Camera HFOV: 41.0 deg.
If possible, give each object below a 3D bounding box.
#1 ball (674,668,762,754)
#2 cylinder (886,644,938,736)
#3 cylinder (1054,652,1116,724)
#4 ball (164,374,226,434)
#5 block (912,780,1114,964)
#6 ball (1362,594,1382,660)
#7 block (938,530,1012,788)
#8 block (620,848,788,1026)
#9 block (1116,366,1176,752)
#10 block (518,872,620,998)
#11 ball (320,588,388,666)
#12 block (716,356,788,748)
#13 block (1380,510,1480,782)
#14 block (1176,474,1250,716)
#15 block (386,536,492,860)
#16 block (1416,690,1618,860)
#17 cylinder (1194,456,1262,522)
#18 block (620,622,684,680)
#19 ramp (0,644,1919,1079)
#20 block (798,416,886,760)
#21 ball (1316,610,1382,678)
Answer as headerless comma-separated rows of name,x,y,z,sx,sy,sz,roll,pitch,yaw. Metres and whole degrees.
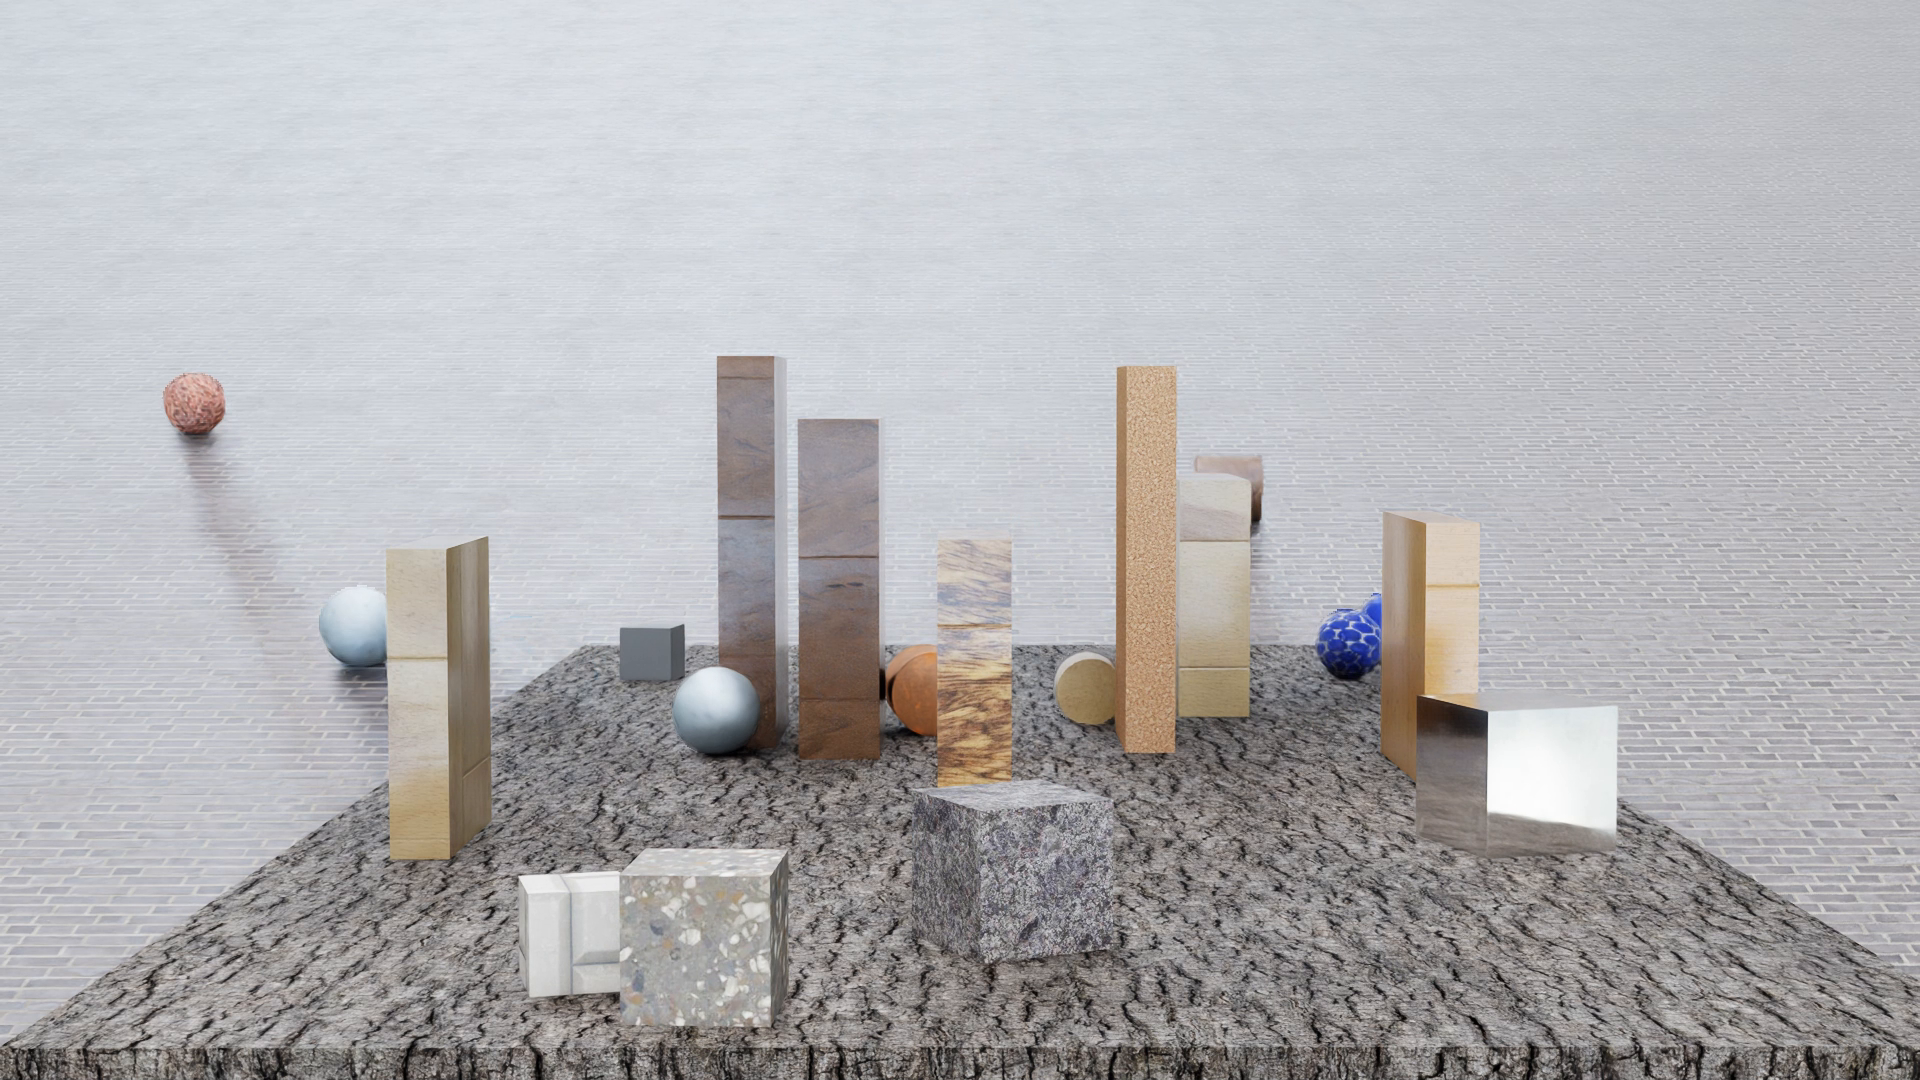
ball,-0.431,0.304,4.568,0.155,0.155,0.155,0,21,0
cylinder,-0.059,0.284,4.880,0.158,0.158,0.158,-3,4,-7
cylinder,0.252,0.290,5.025,0.129,0.129,0.129,0,3,0
ball,-2.506,-0.443,8.416,0.195,0.195,0.195,0,21,0
block,0.060,0.385,3.014,0.174,0.174,0.174,-2,4,-27
ball,1.031,0.207,6.116,0.166,0.166,0.166,0,21,0
block,0.020,0.209,3.795,0.106,0.435,0.258,0,3,0
block,-0.266,0.414,2.692,0.154,0.154,0.154,0,3,3
block,0.339,0.028,4.708,0.088,0.689,0.287,0,3,0
block,-0.421,0.429,2.808,0.110,0.110,0.110,-1,3,-15
ball,-1.543,0.225,6.619,0.203,0.203,0.203,0,21,0
block,-0.385,0.013,4.806,0.103,0.708,0.353,0,3,0
block,0.796,0.176,4.371,0.087,0.432,0.424,0,3,0
block,0.503,0.105,5.283,0.140,0.468,0.411,0,3,0
block,-0.747,0.217,3.699,0.083,0.430,0.322,0,3,0
block,0.793,0.331,3.670,0.205,0.205,0.205,-1,4,-18
cylinder,0.795,-0.152,7.636,0.195,0.195,0.195,1,21,3
block,-0.693,0.251,5.790,0.117,0.117,0.117,1,3,9
ramp,0.048,0.433,4.532,2.000,0.100,4.000,0,3,0
block,-0.212,0.075,4.687,0.141,0.597,0.392,0,3,0
ball,0.876,0.234,5.770,0.151,0.151,0.151,0,21,0
